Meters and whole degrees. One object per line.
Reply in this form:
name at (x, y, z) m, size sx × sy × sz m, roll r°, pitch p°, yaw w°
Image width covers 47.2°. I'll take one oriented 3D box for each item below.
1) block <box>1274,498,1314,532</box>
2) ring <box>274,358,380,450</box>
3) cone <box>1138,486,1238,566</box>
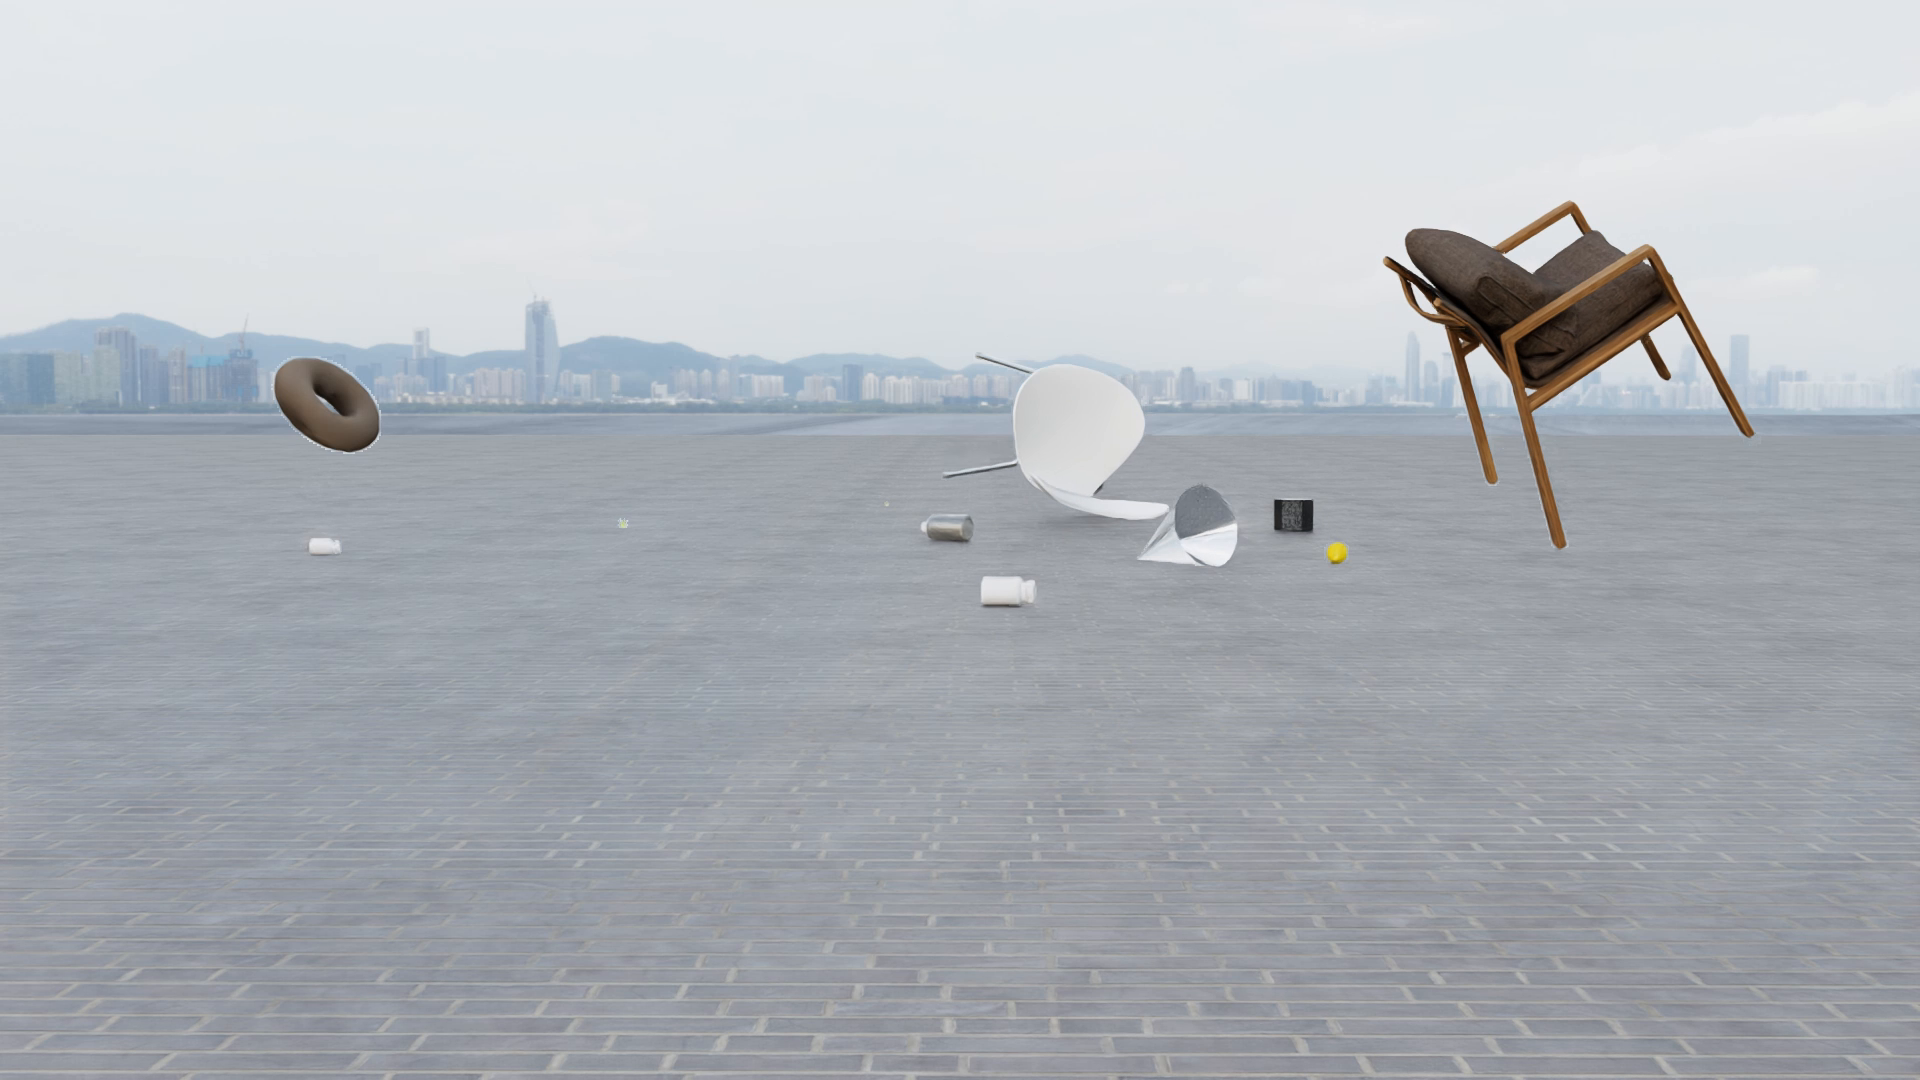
block at (1.063, -0.081, 7.001) m, size 0.099 × 0.098 × 0.075 m, roll 4°, pitch 5°, yaw 42°
ring at (-1.620, -0.347, 5.631) m, size 0.103 × 0.296 × 0.217 m, roll -35°, pitch 27°, yaw 34°
cone at (0.546, 0.008, 5.689) m, size 0.203 × 0.225 × 0.286 m, roll 33°, pitch -34°, yaw -20°
